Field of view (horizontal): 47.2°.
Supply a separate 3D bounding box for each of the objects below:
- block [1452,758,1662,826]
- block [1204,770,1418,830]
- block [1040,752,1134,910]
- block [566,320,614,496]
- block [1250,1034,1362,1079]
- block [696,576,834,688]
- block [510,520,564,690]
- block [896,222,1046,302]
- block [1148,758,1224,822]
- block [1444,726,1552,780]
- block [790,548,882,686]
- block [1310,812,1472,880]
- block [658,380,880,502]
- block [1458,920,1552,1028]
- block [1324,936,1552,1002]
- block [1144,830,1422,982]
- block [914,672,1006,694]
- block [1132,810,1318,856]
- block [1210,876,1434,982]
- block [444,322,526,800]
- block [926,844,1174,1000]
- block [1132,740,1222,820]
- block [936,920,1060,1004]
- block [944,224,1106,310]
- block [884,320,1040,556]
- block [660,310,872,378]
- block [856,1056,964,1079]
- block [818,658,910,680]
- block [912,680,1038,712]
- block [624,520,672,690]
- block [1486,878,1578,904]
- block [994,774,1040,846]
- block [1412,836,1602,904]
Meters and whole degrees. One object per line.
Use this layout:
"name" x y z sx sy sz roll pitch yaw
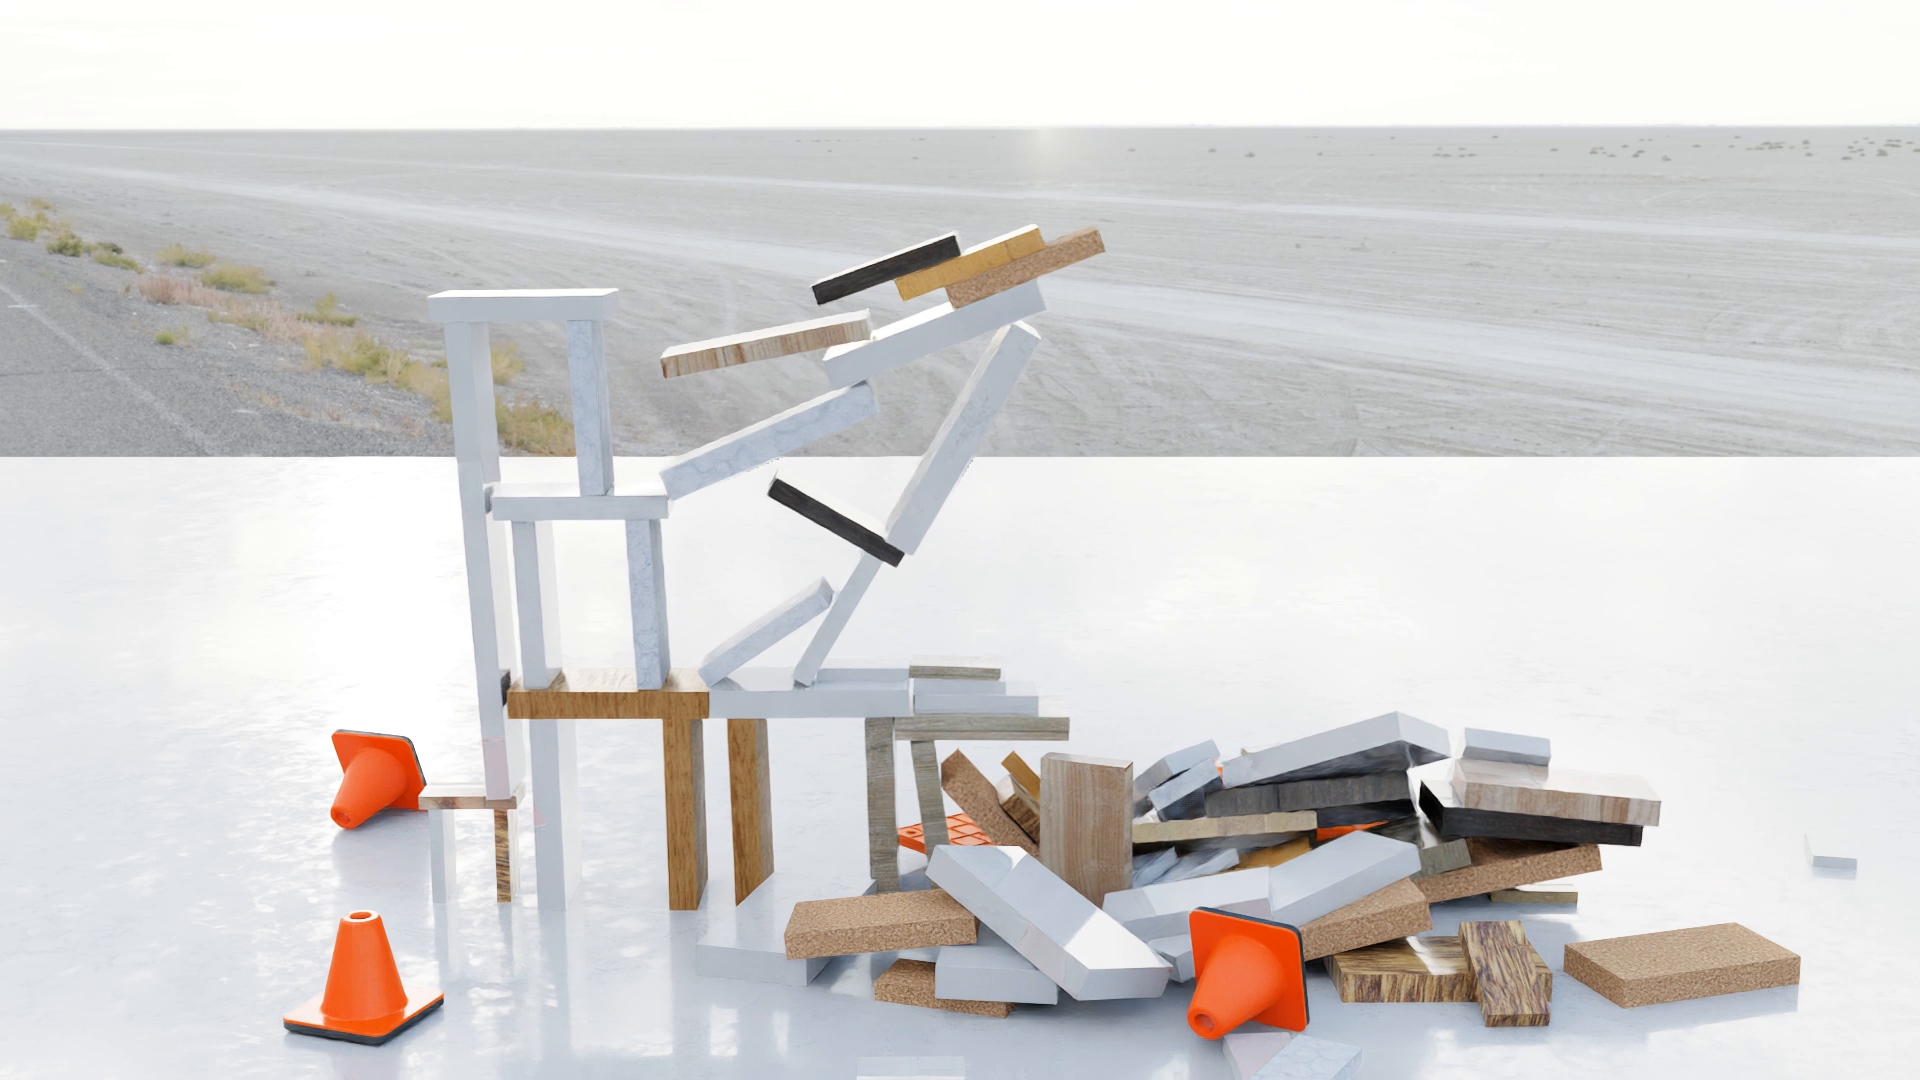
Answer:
"block" 0.968 0.409 3.580 0.306 0.043 0.153 5 9 5
"block" 0.592 0.446 3.698 0.336 0.048 0.168 -8 -20 14
"block" 0.199 0.483 3.475 0.141 0.282 0.040 4 11 22
"block" -0.589 -0.218 3.512 0.039 0.275 0.137 -3 11 -1
"block" 0.445 0.700 2.866 0.090 0.026 0.203 6 12 30
"block" -0.316 0.148 3.588 0.239 0.034 0.119 -33 9 6
"block" -0.688 0.091 3.579 0.039 0.276 0.138 -2 11 1
"block" 0.016 -0.442 3.494 0.239 0.034 0.120 -21 11 4
"block" 0.391 0.441 3.747 0.120 0.034 0.240 -30 -20 0
"block" 0.899 0.435 3.756 0.143 0.286 0.041 8 46 1
"block" -0.199 0.117 3.585 0.034 0.239 0.119 30 8 -6
"block" 0.662 0.529 3.627 0.326 0.046 0.163 -16 10 3
"block" -0.305 -0.165 3.548 0.356 0.050 0.178 -23 8 1
"block" 0.788 0.628 3.189 0.090 0.026 0.180 -1 36 -2
"block" 0.710 0.640 3.283 0.306 0.043 0.153 0 11 -1
"block" 0.478 0.553 3.352 0.464 0.041 0.143 -19 12 -27
"block" -0.001 0.233 3.604 0.149 0.021 0.075 0 11 -1
"block" 0.428 0.493 3.685 0.333 0.032 0.112 -5 -20 6
"block" 0.533 0.584 3.359 0.336 0.048 0.168 -14 10 -1
"block" -0.768 0.028 3.568 0.039 0.775 0.137 -3 11 0
"block" 0.127 0.557 3.230 0.174 0.049 0.362 8 17 -42
"block" 0.330 0.422 3.753 0.120 0.034 0.240 -14 -22 -40
"block" 0.073 0.603 3.306 0.174 0.049 0.348 1 11 7
"block" 0.101 -0.433 3.481 0.255 0.036 0.127 -20 11 4
"block" 0.001 -0.172 3.542 0.050 0.400 0.178 30 9 -7
"block" -0.308 -0.315 3.527 0.333 0.034 0.120 -11 13 2
"block" -0.063 0.733 2.792 0.141 0.040 0.282 0 11 -1
"block" -0.157 0.212 3.618 0.149 0.021 0.075 0 11 2
"block" 0.025 0.257 3.612 0.202 0.029 0.101 0 11 -3
"block" -0.507 0.091 3.578 0.039 0.276 0.138 -3 11 0
"block" 0.948 0.582 3.659 0.142 0.020 0.071 0 11 2
"block" 0.149 0.494 3.672 0.032 0.224 0.112 -42 11 5
"block" 0.876 0.529 3.640 0.326 0.046 0.163 -11 10 1
